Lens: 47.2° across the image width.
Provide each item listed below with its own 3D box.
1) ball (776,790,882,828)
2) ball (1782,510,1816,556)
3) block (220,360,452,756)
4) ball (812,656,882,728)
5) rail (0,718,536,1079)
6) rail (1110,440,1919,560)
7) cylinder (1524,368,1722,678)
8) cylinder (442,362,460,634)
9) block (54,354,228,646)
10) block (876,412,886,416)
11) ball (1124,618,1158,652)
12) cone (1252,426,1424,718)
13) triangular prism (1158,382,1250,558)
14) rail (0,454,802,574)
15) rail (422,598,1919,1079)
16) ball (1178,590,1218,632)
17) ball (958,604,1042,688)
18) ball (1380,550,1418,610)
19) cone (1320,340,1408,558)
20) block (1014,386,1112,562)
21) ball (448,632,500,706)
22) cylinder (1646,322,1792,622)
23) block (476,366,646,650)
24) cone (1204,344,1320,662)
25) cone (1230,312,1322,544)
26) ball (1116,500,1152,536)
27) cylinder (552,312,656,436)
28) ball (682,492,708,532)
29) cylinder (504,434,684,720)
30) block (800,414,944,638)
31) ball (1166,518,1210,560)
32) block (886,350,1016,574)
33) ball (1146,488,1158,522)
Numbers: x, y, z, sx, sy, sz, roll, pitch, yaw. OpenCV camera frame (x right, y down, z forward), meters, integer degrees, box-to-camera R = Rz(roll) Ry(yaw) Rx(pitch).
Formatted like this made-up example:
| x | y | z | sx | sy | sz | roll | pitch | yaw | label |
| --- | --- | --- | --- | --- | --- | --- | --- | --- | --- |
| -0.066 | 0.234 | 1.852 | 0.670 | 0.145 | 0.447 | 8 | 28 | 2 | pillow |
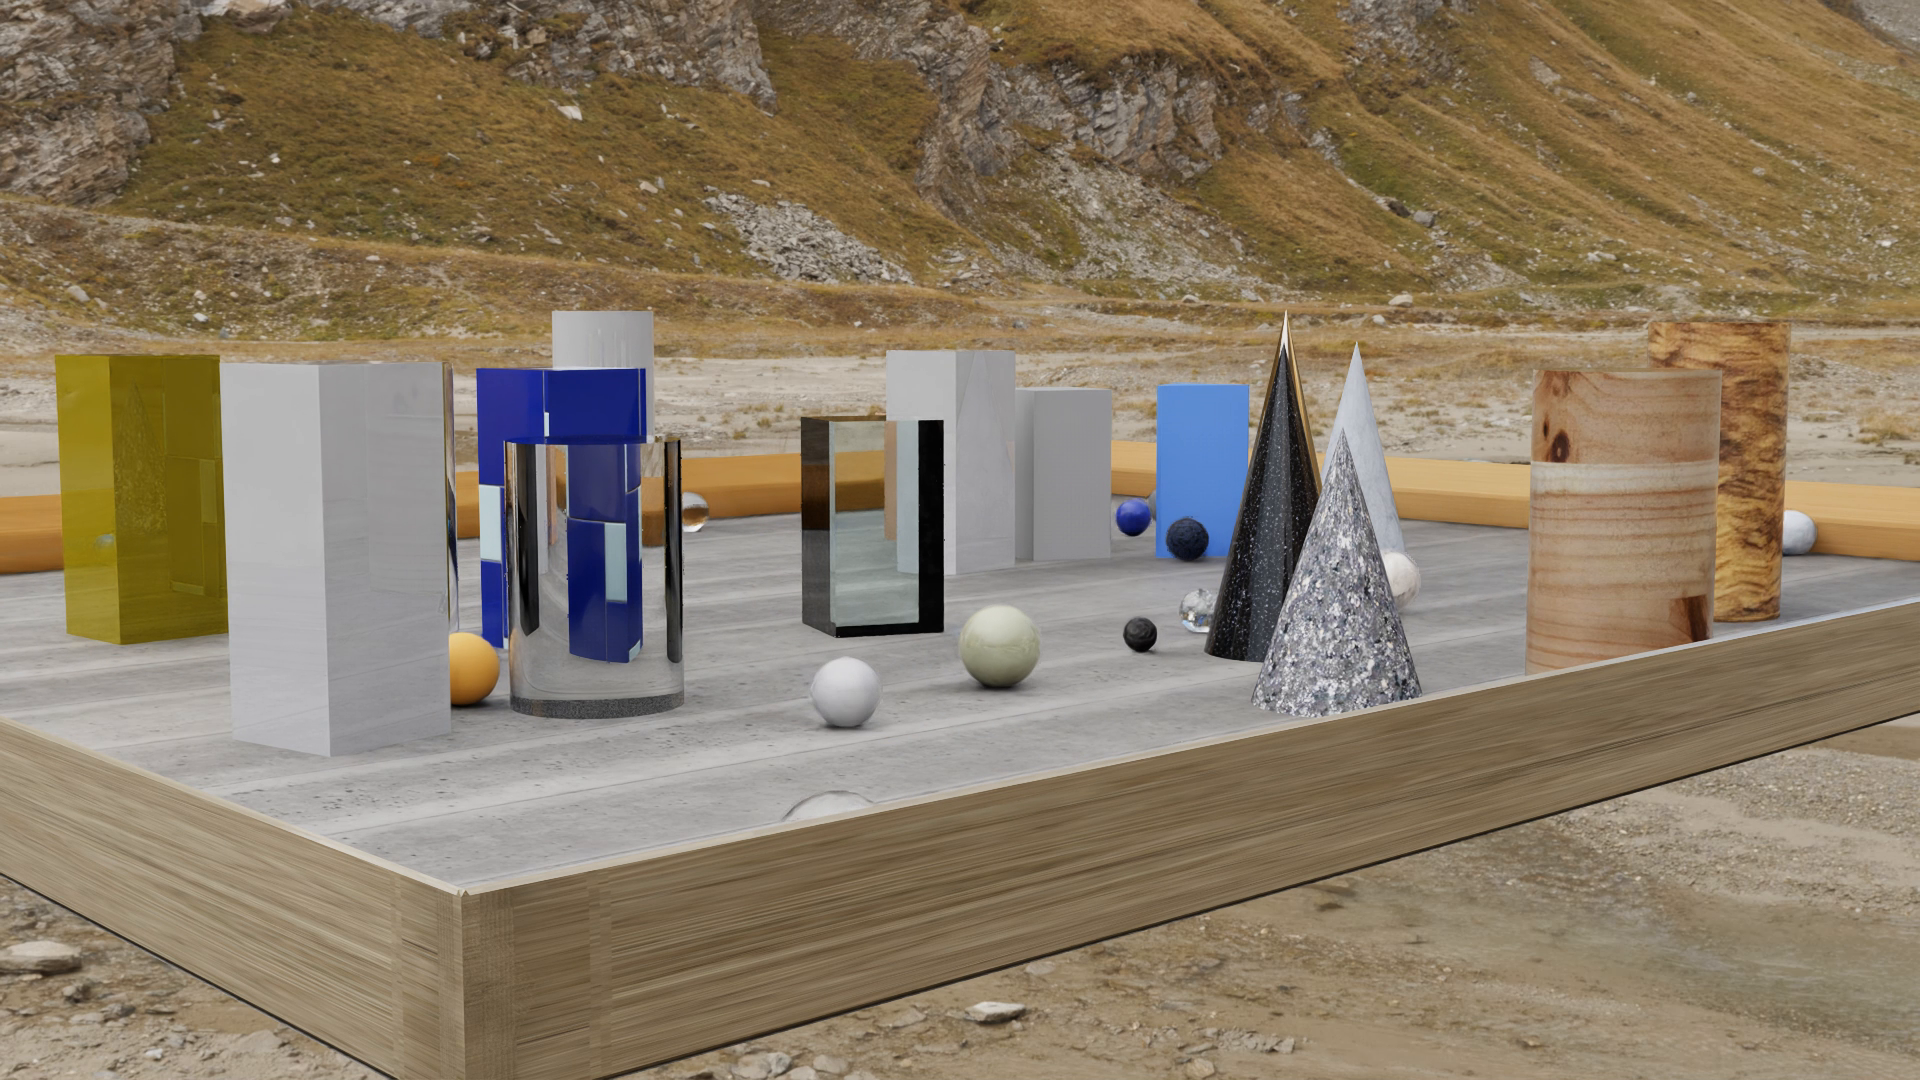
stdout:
| x | y | z | sx | sy | sz | roll | pitch | yaw | label |
| --- | --- | --- | --- | --- | --- | --- | --- | --- | --- |
| -0.089 | 0.231 | 1.592 | 0.098 | 0.098 | 0.098 | 0 | 6 | 0 | ball |
| 1.514 | -0.013 | 4.002 | 0.083 | 0.083 | 0.083 | 0 | 6 | 0 | ball |
| -0.648 | 0.011 | 2.288 | 0.157 | 0.391 | 0.157 | 4 | 7 | 35 | block |
| -0.122 | 0.163 | 2.355 | 0.075 | 0.075 | 0.075 | 0 | 6 | 0 | ball |
| -1.195 | 0.148 | 2.235 | 0.045 | 0.128 | 2.774 | -5 | 8 | -42 | rail |
| 1.195 | -0.081 | 4.429 | 0.045 | 0.128 | 2.774 | -5 | 8 | -42 | rail |
| 0.723 | 0.004 | 2.405 | 0.197 | 0.380 | 0.197 | 0 | 6 | 0 | cylinder |
| -0.713 | -0.024 | 2.675 | 0.197 | 0.381 | 0.197 | 0 | 6 | 0 | cylinder |
| -1.123 | -0.062 | 3.022 | 0.157 | 0.384 | 0.157 | 6 | 8 | 43 | block |
| -0.062 | -0.126 | 4.305 | 0.157 | 0.245 | 0.157 | -3 | 7 | -25 | block |
| 0.236 | 0.124 | 2.877 | 0.045 | 0.045 | 0.045 | 0 | 6 | 0 | ball |
| 0.430 | 0.029 | 2.485 | 0.197 | 0.315 | 0.197 | 0 | 6 | 0 | cone |
| 0.424 | -0.132 | 4.045 | 0.170 | 0.310 | 0.147 | -1 | 6 | -12 | triangular prism |
| -0.925 | -0.071 | 4.329 | 3.300 | 0.128 | 0.045 | -5 | 8 | -42 | rail |
| 0.925 | 0.137 | 2.335 | 3.300 | 0.128 | 0.045 | -5 | 8 | -42 | rail |
| 0.333 | 0.098 | 3.044 | 0.060 | 0.060 | 0.060 | 0 | 6 | 0 | ball |
| 0.047 | 0.125 | 2.604 | 0.098 | 0.098 | 0.098 | 0 | 6 | 0 | ball |
| 0.629 | 0.061 | 3.246 | 0.094 | 0.094 | 0.094 | 0 | 6 | 0 | ball |
| 0.690 | -0.152 | 3.842 | 0.197 | 0.392 | 0.197 | 0 | 6 | 0 | cone |
| 0.167 | -0.124 | 4.001 | 0.157 | 0.303 | 0.157 | -3 | 7 | -26 | block |
| -0.562 | 0.146 | 2.484 | 0.083 | 0.083 | 0.083 | 0 | 6 | 0 | ball |
| 1.104 | -0.104 | 3.219 | 0.197 | 0.427 | 0.197 | 0 | 6 | 0 | cylinder |
| -0.526 | -0.043 | 2.920 | 0.157 | 0.368 | 0.157 | 6 | 8 | 43 | block |
| 0.418 | -0.056 | 2.858 | 0.197 | 0.405 | 0.197 | 0 | 6 | 0 | cone |
| 0.506 | -0.137 | 3.433 | 0.197 | 0.447 | 0.197 | 0 | 6 | 0 | cone |
| 0.342 | -0.043 | 4.348 | 0.071 | 0.071 | 0.071 | 0 | 6 | 0 | ball |
| -0.699 | -0.228 | 4.324 | 0.197 | 0.443 | 0.197 | 0 | 6 | 0 | cylinder |
| -0.546 | -0.057 | 4.421 | 0.083 | 0.083 | 0.083 | 0 | 6 | 0 | ball |
| -0.412 | 0.036 | 2.483 | 0.197 | 0.300 | 0.197 | 0 | 6 | 0 | cylinder |
| -0.124 | -0.023 | 3.081 | 0.157 | 0.295 | 0.157 | -2 | 6 | -21 | block |
| 0.406 | -0.001 | 3.922 | 0.076 | 0.076 | 0.076 | 0 | 6 | 0 | ball |
| -0.016 | -0.139 | 3.800 | 0.157 | 0.375 | 0.157 | 5 | 8 | 40 | block |
| 0.429 | -0.073 | 4.594 | 0.079 | 0.079 | 0.079 | 0 | 6 | 0 | ball |
